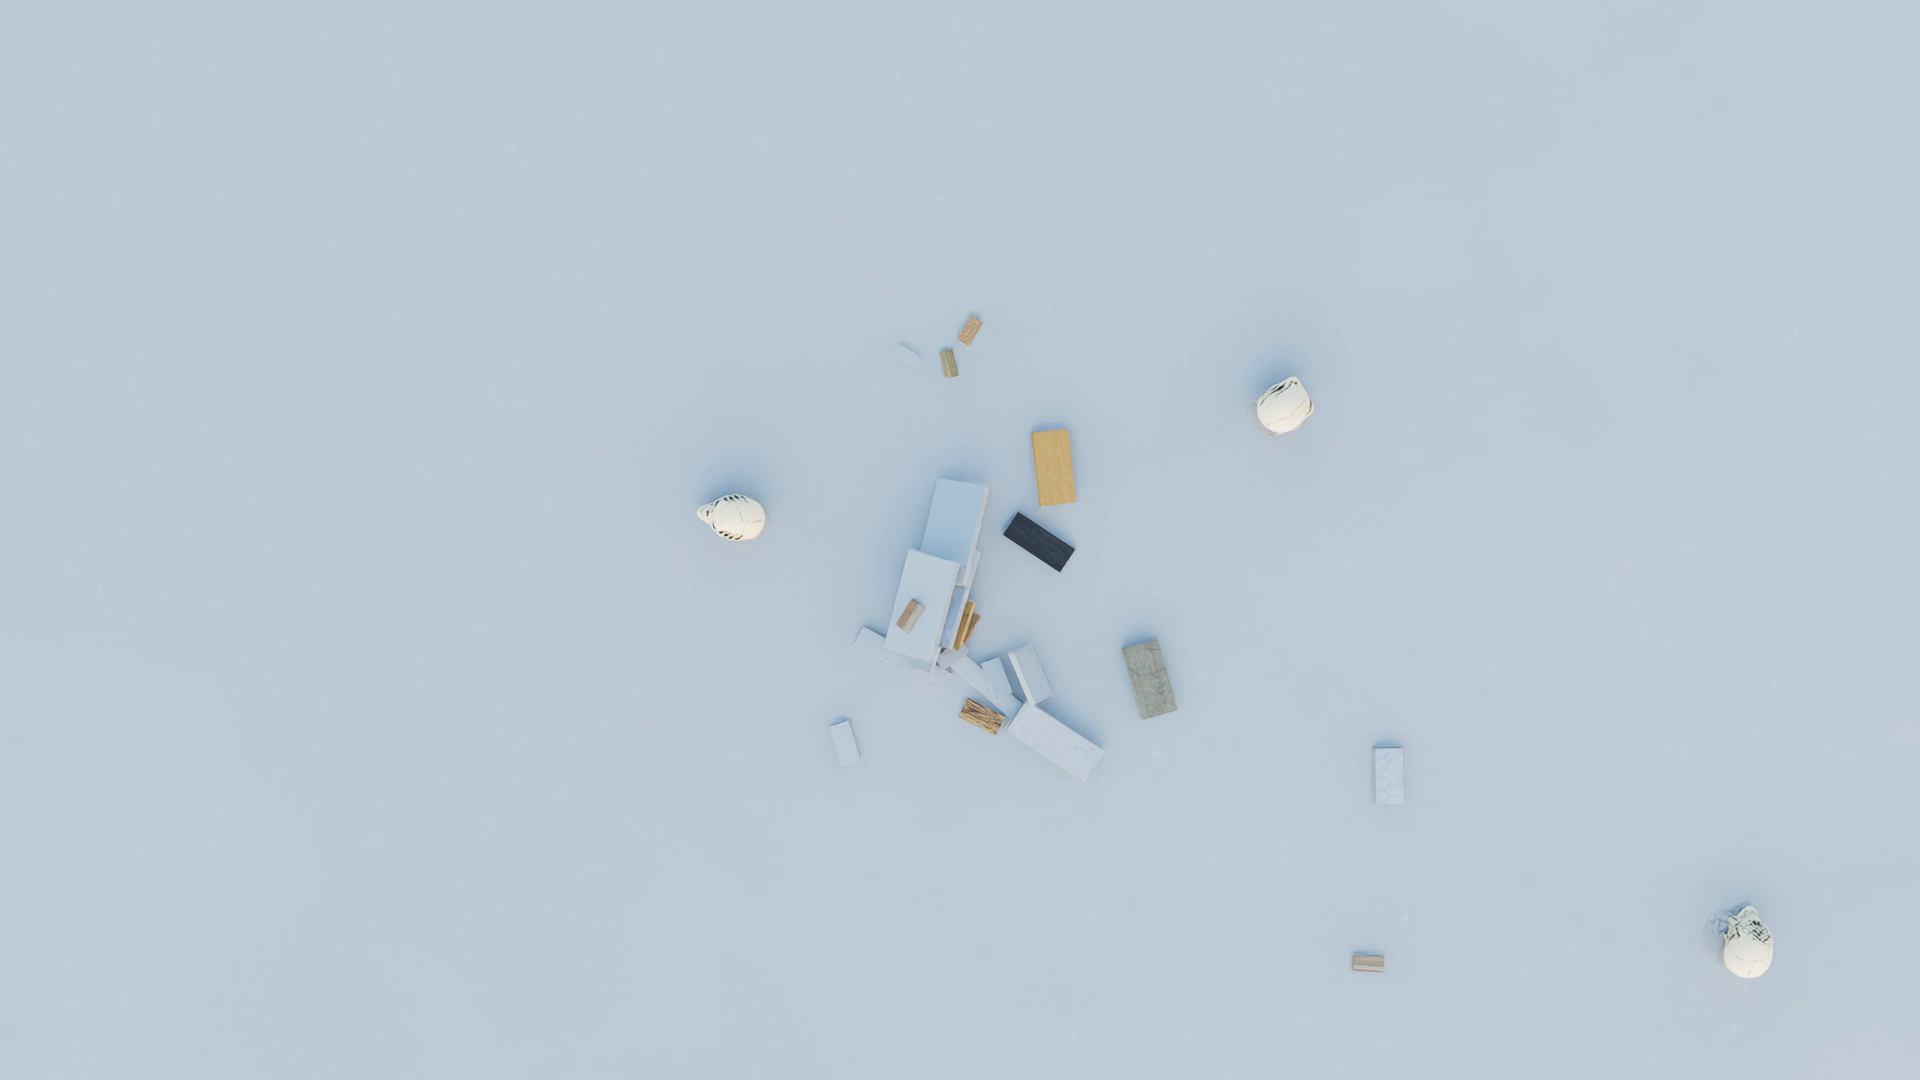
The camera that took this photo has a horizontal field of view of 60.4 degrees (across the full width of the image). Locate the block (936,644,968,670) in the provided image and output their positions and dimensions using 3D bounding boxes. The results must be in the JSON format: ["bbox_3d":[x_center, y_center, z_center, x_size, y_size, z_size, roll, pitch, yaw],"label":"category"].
[{"bbox_3d":[-0.027,0.381,5.469,0.106,0.015,0.053,-35,87,-11],"label":"block"}]

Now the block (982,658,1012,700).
[{"bbox_3d":[0.122,0.459,5.476,0.063,0.018,0.125,-19,82,-14],"label":"block"}]

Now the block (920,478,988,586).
[{"bbox_3d":[-0.026,-0.026,5.416,0.167,0.047,0.333,10,80,18],"label":"block"}]

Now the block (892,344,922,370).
[{"bbox_3d":[-0.176,-0.608,5.494,0.091,0.013,0.045,33,90,0],"label":"block"}]

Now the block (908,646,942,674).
[{"bbox_3d":[-0.104,0.354,5.454,0.081,0.023,0.163,20,89,25],"label":"block"}]

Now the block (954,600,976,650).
[{"bbox_3d":[-0.012,0.275,5.457,0.081,0.023,0.163,17,86,25],"label":"block"}]

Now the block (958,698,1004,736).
[{"bbox_3d":[0.072,0.588,5.490,0.138,0.020,0.069,27,90,0],"label":"block"}]

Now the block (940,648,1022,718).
[{"bbox_3d":[0.050,0.451,5.491,0.477,0.018,0.063,41,90,0],"label":"block"}]

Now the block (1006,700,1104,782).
[{"bbox_3d":[0.315,0.665,5.472,0.312,0.035,0.122,33,90,-4],"label":"block"}]

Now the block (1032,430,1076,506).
[{"bbox_3d":[0.311,-0.240,5.483,0.122,0.035,0.244,-7,90,0],"label":"block"}]

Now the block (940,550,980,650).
[{"bbox_3d":[-0.062,0.179,5.426,0.167,0.047,0.333,14,81,19],"label":"block"}]

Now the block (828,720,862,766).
[{"bbox_3d":[-0.383,0.677,5.490,0.069,0.020,0.138,-18,90,0],"label":"block"}]

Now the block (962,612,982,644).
[{"bbox_3d":[0.021,0.289,5.472,0.053,0.015,0.106,26,78,25],"label":"block"}]

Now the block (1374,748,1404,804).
[{"bbox_3d":[1.426,0.784,5.487,0.092,0.026,0.185,-1,90,0],"label":"block"}]

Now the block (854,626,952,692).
[{"bbox_3d":[-0.191,0.395,5.490,0.332,0.020,0.069,28,90,0],"label":"block"}]

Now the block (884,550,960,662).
[{"bbox_3d":[-0.124,0.213,5.357,0.166,0.047,0.333,16,95,18],"label":"block"}]

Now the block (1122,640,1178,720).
[{"bbox_3d":[0.629,0.464,5.483,0.122,0.035,0.244,-16,90,0],"label":"block"}]

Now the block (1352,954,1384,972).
[{"bbox_3d":[1.360,1.411,5.493,0.101,0.014,0.050,3,90,0],"label":"block"}]

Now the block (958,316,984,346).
[{"bbox_3d":[0.034,-0.696,5.494,0.045,0.013,0.091,32,90,0],"label":"block"}]

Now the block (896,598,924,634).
[{"bbox_3d":[-0.161,0.247,5.338,0.050,0.014,0.101,36,101,16],"label":"block"}]

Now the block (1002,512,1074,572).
[{"bbox_3d":[0.263,0.007,5.487,0.227,0.026,0.092,34,90,0],"label":"block"}]

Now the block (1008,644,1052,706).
[{"bbox_3d":[0.234,0.446,5.458,0.092,0.026,0.185,-23,90,-44],"label":"block"}]

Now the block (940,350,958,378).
[{"bbox_3d":[-0.036,-0.586,5.494,0.045,0.013,0.091,-14,90,0],"label":"block"}]
